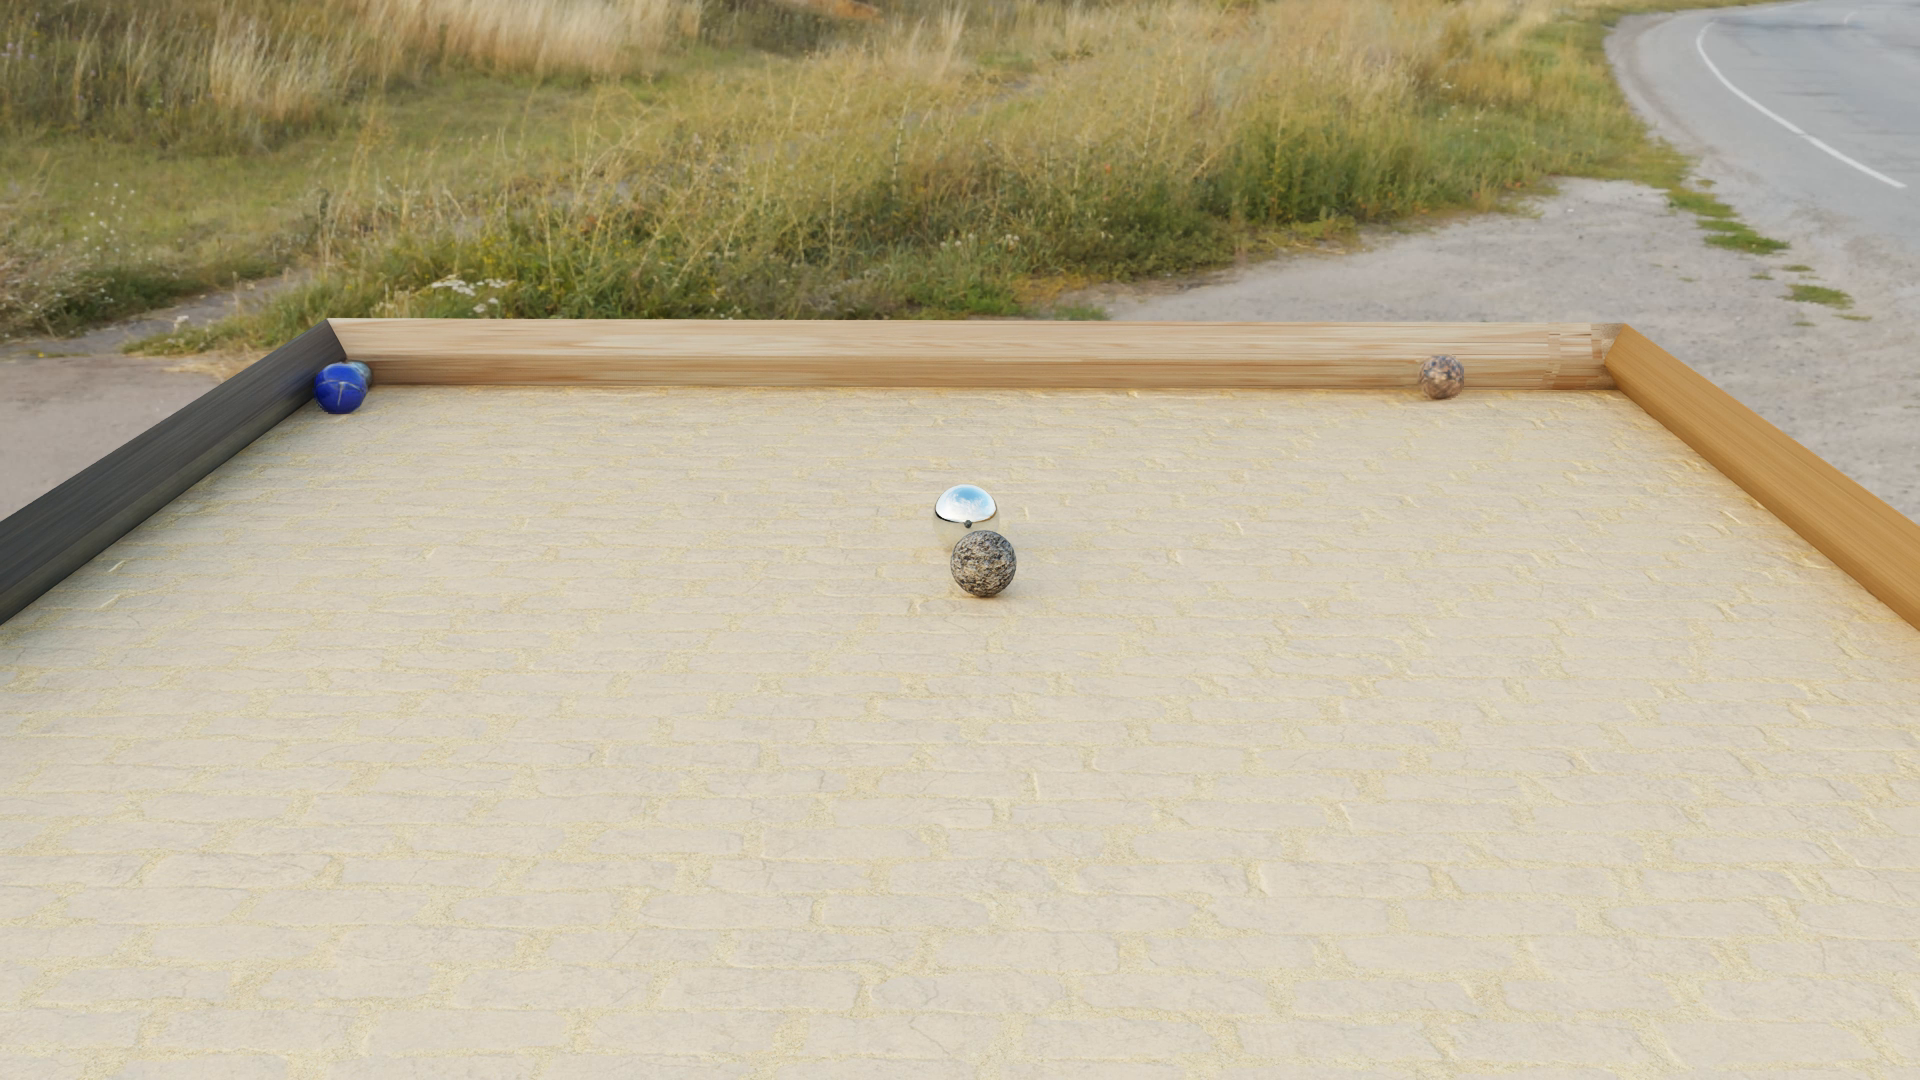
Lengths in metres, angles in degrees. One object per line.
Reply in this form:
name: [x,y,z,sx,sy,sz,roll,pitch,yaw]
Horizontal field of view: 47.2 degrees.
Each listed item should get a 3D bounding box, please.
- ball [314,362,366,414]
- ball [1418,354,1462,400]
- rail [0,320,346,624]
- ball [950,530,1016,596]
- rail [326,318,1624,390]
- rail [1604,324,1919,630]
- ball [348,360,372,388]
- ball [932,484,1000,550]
ball: [-1.052,-0.258,3.734,0.086,0.086,0.086,0,16,0]
ball: [0.839,-0.285,3.842,0.077,0.077,0.077,0,16,0]
rail: [-1.155,0.286,1.817,0.045,0.119,4.444,0,16,1]
ball: [0.029,0.029,2.760,0.083,0.083,0.083,0,16,0]
rail: [0.021,-0.326,3.905,2.313,0.119,0.045,0,16,1]
rail: [1.111,0.299,1.774,0.045,0.119,4.444,0,16,1]
ball: [-1.072,-0.291,3.902,0.055,0.055,0.055,0,16,0]
ball: [0.008,-0.029,2.945,0.092,0.092,0.092,0,16,0]
